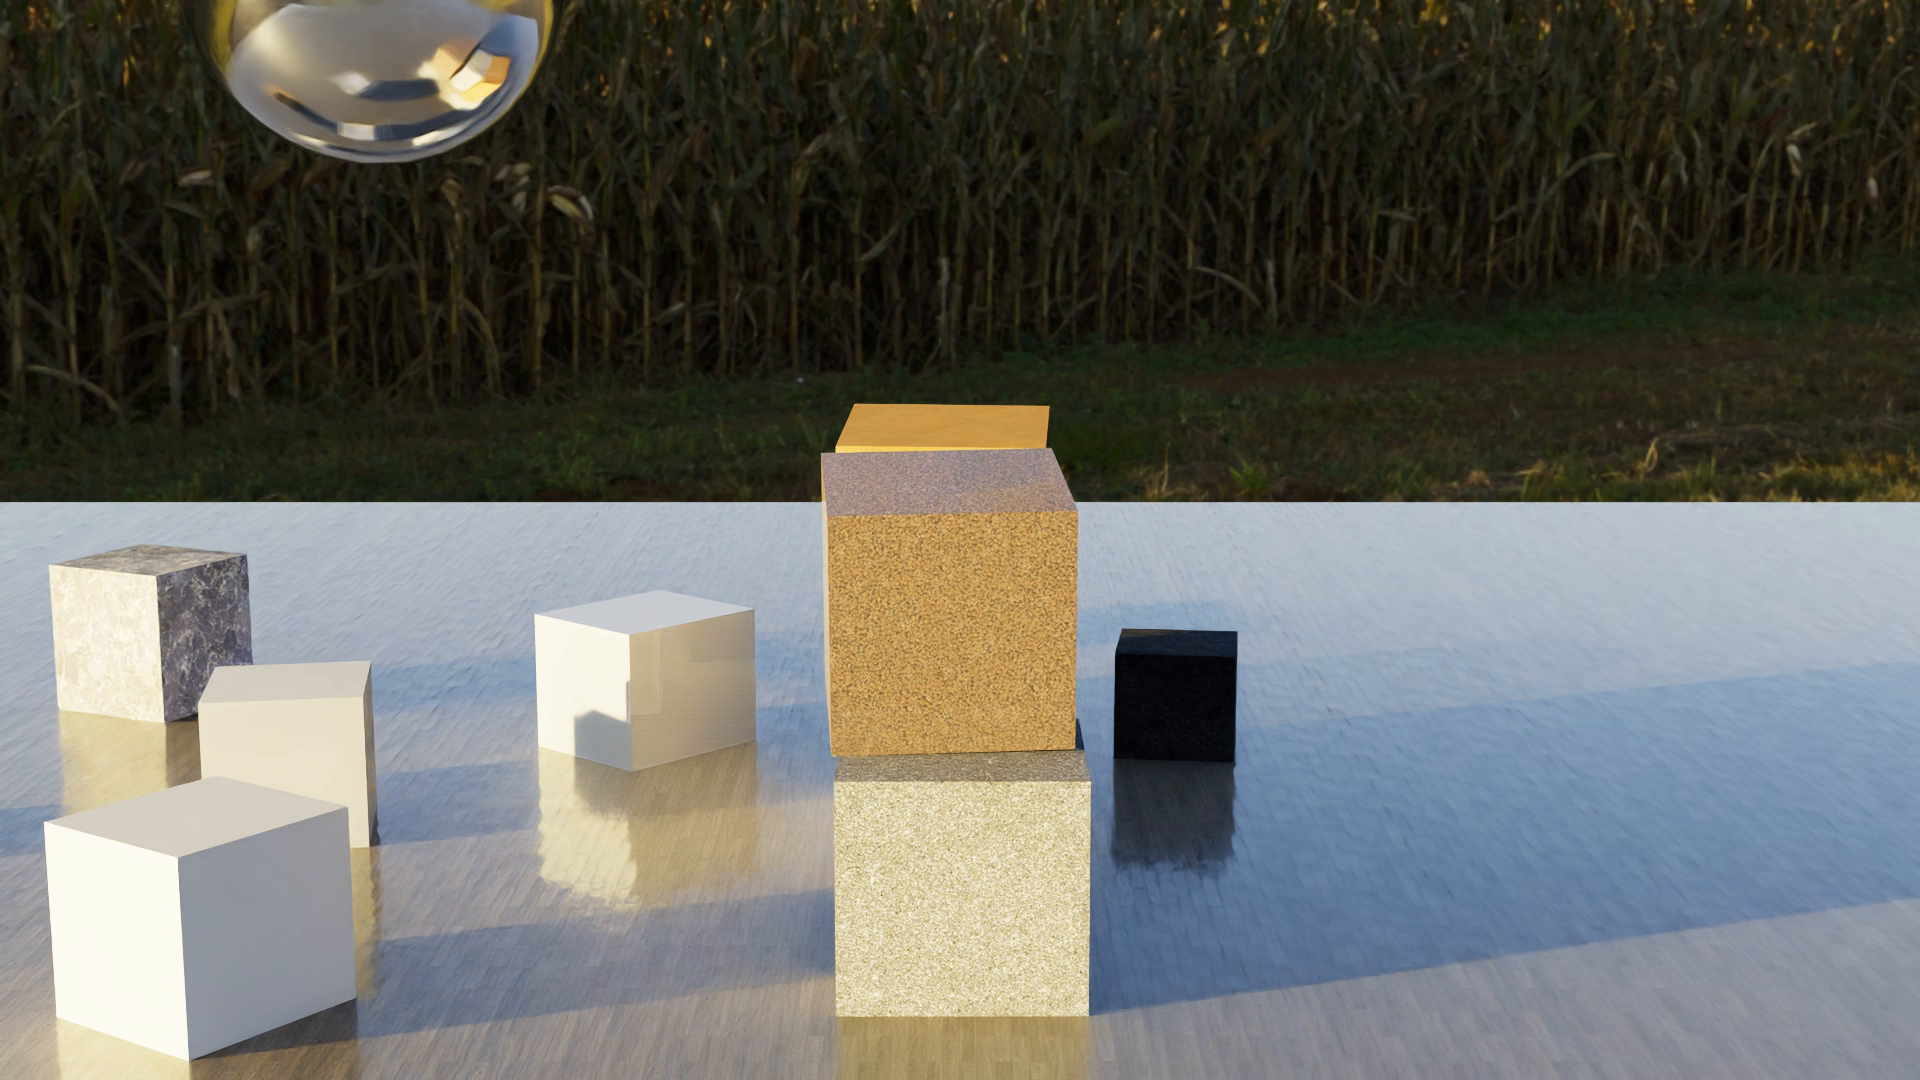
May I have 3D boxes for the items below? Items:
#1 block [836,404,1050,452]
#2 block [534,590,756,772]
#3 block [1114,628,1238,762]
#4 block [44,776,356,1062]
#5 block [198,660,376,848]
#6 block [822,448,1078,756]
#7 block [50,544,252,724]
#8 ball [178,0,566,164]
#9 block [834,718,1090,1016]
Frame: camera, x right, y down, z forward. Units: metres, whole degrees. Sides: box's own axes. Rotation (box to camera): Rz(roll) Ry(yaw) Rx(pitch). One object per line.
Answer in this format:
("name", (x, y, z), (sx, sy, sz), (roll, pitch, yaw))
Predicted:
("block", (-0.063, -0.016, 12.041), (0.940, 1.069, 0.922), (1, 15, 3))
("block", (-1.658, 0.728, 13.571), (0.754, 0.713, 0.867), (9, 14, 41))
("block", (1.143, 0.812, 13.538), (0.618, 0.558, 0.623), (1, 10, 7))
("block", (-2.863, 1.405, 9.707), (0.765, 0.762, 0.792), (7, 13, 34))
("block", (-3.138, 1.009, 12.034), (0.725, 0.710, 0.742), (-2, 10, -10))
("block", (-0.060, 0.228, 10.197), (0.944, 0.963, 0.912), (-1, 17, -4))
("block", (-4.545, 0.512, 14.459), (0.764, 0.820, 0.735), (5, 11, 25))
("ball", (-2.455, -2.380, 10.748), (1.600, 1.600, 1.600), (0, 10, 0))
("block", (0.008, 1.262, 10.064), (0.953, 0.916, 0.946), (0, 10, 0))
